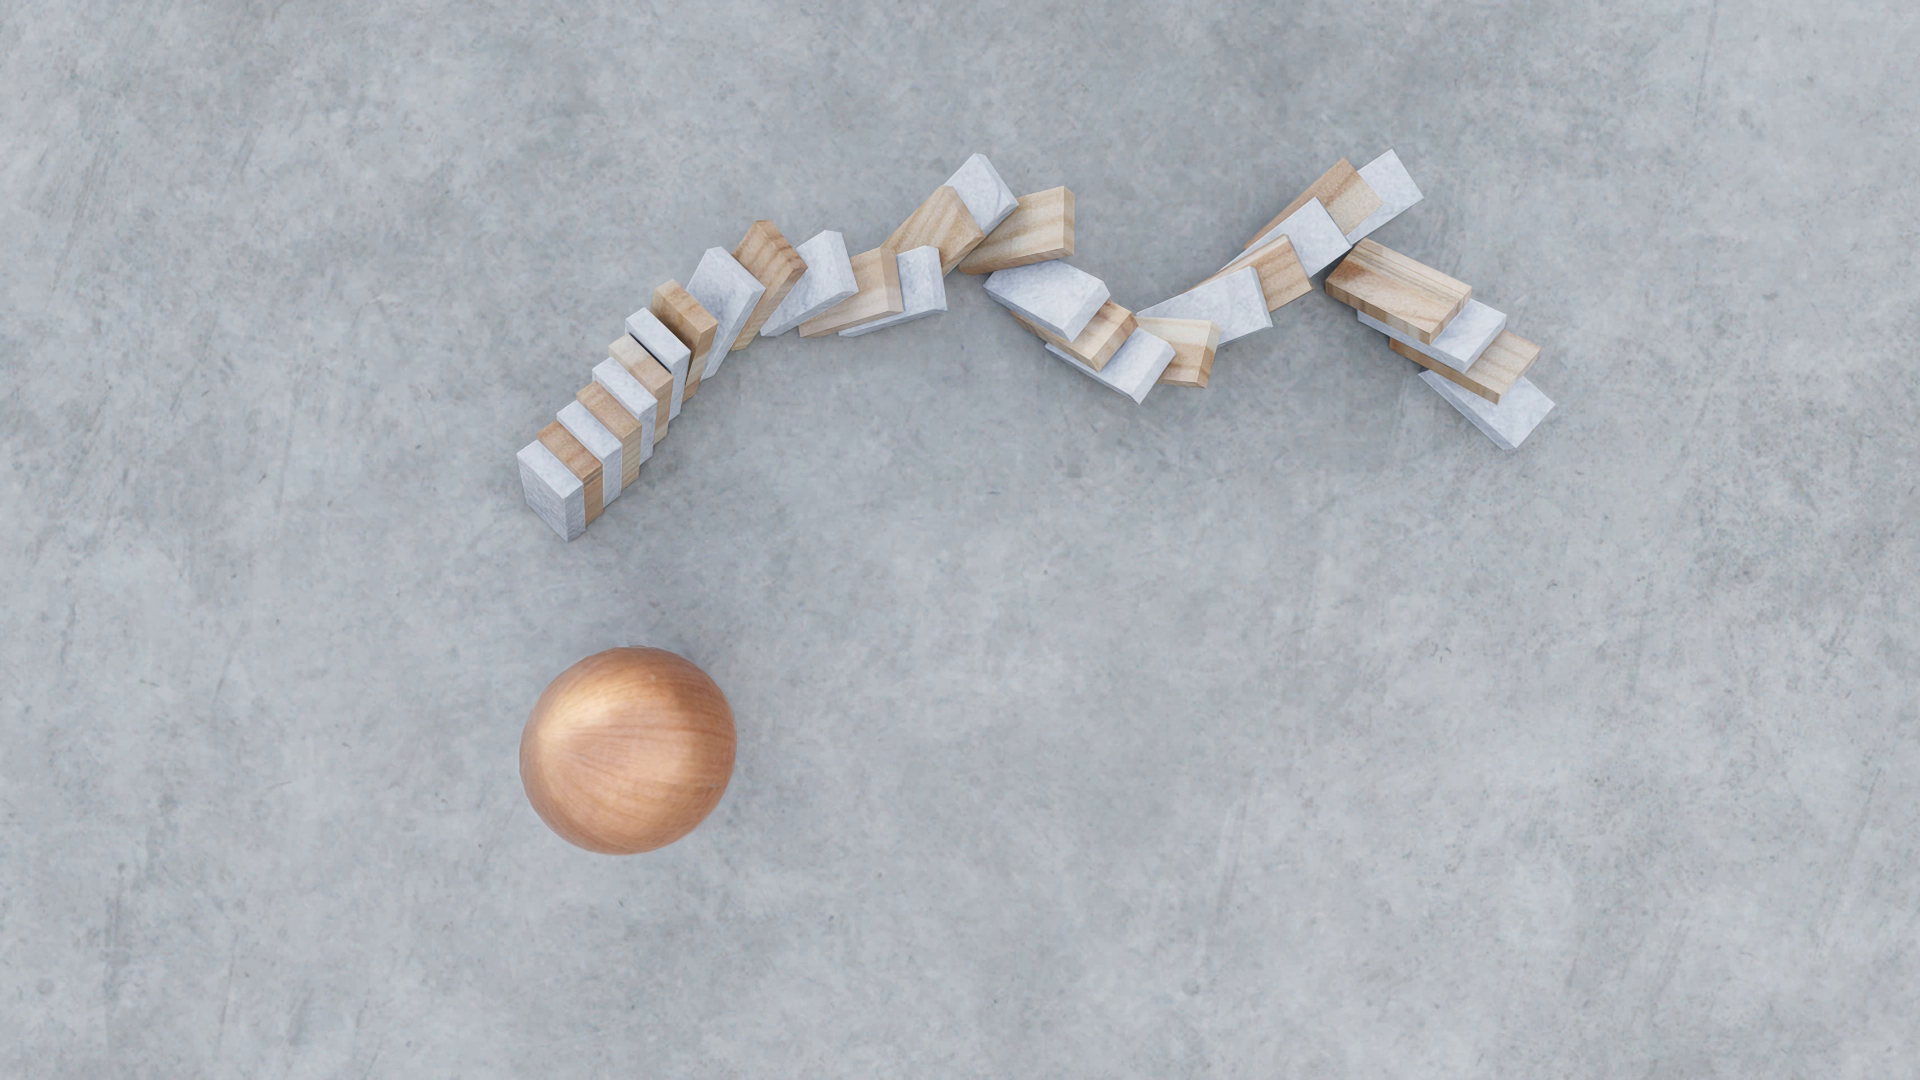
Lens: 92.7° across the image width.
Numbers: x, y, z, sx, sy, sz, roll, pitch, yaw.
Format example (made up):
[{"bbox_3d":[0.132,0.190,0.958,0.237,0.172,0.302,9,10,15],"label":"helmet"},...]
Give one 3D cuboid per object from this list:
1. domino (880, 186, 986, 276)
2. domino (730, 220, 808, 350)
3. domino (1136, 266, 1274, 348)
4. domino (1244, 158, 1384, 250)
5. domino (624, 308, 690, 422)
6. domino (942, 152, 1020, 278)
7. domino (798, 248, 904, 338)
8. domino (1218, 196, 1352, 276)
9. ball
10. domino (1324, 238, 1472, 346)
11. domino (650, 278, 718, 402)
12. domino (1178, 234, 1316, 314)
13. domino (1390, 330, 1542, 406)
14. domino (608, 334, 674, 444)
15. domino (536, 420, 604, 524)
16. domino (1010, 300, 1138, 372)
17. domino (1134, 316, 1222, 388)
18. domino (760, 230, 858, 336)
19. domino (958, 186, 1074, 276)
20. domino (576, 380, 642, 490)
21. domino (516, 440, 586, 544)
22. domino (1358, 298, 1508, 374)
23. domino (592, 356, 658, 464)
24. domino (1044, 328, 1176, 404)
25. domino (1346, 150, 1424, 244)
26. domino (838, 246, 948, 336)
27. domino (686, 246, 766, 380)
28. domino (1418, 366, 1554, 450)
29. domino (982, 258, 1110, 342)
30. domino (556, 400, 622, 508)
[{"bbox_3d":[-0.016,-0.120,0.382,0.050,0.010,0.025,-34,87,33],"label":"domino"},{"bbox_3d":[-0.087,-0.105,0.382,0.050,0.009,0.025,-40,87,34],"label":"domino"},{"bbox_3d":[0.101,-0.092,0.382,0.050,0.010,0.025,-17,90,34],"label":"domino"},{"bbox_3d":[0.148,-0.132,0.385,0.050,0.010,0.025,-41,88,24],"label":"domino"},{"bbox_3d":[-0.125,-0.070,0.376,0.025,0.050,0.010,44,60,0],"label":"domino"},{"bbox_3d":[-0.002,-0.133,0.382,0.050,0.009,0.025,-36,86,32],"label":"domino"},{"bbox_3d":[-0.047,-0.102,0.381,0.050,0.010,0.025,-6,94,36],"label":"domino"},{"bbox_3d":[0.134,-0.116,0.383,0.050,0.010,0.025,-36,90,32],"label":"domino"},{"bbox_3d":[-0.129,0.082,0.360,0.080,0.080,0.080,0,90,0],"label":"ball"},{"bbox_3d":[0.182,-0.104,0.383,0.025,0.010,0.050,-48,58,0],"label":"domino"},{"bbox_3d":[-0.117,-0.081,0.377,0.025,0.050,0.009,44,53,0],"label":"domino"},{"bbox_3d":[0.118,-0.103,0.383,0.050,0.010,0.025,-26,90,31],"label":"domino"},{"bbox_3d":[0.210,-0.081,0.384,0.050,0.010,0.025,41,90,29],"label":"domino"},{"bbox_3d":[-0.132,-0.060,0.376,0.025,0.050,0.010,44,61,0],"label":"domino"},{"bbox_3d":[-0.159,-0.027,0.376,0.025,0.050,0.009,44,61,0],"label":"domino"},{"bbox_3d":[0.047,-0.092,0.381,0.025,0.009,0.050,-50,54,1],"label":"domino"},{"bbox_3d":[0.080,-0.079,0.380,0.050,0.009,0.025,15,92,39],"label":"domino"},{"bbox_3d":[-0.067,-0.106,0.381,0.050,0.010,0.025,-16,90,36],"label":"domino"},{"bbox_3d":[0.023,-0.128,0.382,0.050,0.010,0.025,-1,87,34],"label":"domino"},{"bbox_3d":[-0.144,-0.042,0.376,0.025,0.050,0.009,44,61,0],"label":"domino"},{"bbox_3d":[-0.167,-0.019,0.376,0.025,0.050,0.009,44,61,0],"label":"domino"},{"bbox_3d":[0.196,-0.093,0.383,0.025,0.010,0.050,-49,58,0],"label":"domino"},{"bbox_3d":[-0.138,-0.051,0.376,0.025,0.050,0.009,44,61,0],"label":"domino"},{"bbox_3d":[0.062,-0.079,0.380,0.050,0.009,0.025,39,96,36],"label":"domino"},{"bbox_3d":[0.170,-0.143,0.395,0.050,0.010,0.025,-33,90,0],"label":"domino"},{"bbox_3d":[-0.030,-0.103,0.382,0.050,0.009,0.025,-6,94,33],"label":"domino"},{"bbox_3d":[-0.104,-0.094,0.382,0.025,0.009,0.050,43,123,1],"label":"domino"},{"bbox_3d":[0.227,-0.065,0.395,0.050,0.009,0.025,42,90,0],"label":"domino"},{"bbox_3d":[0.035,-0.104,0.381,0.025,0.009,0.050,-51,54,0],"label":"domino"},{"bbox_3d":[-0.151,-0.034,0.376,0.025,0.050,0.009,44,61,0],"label":"domino"}]
